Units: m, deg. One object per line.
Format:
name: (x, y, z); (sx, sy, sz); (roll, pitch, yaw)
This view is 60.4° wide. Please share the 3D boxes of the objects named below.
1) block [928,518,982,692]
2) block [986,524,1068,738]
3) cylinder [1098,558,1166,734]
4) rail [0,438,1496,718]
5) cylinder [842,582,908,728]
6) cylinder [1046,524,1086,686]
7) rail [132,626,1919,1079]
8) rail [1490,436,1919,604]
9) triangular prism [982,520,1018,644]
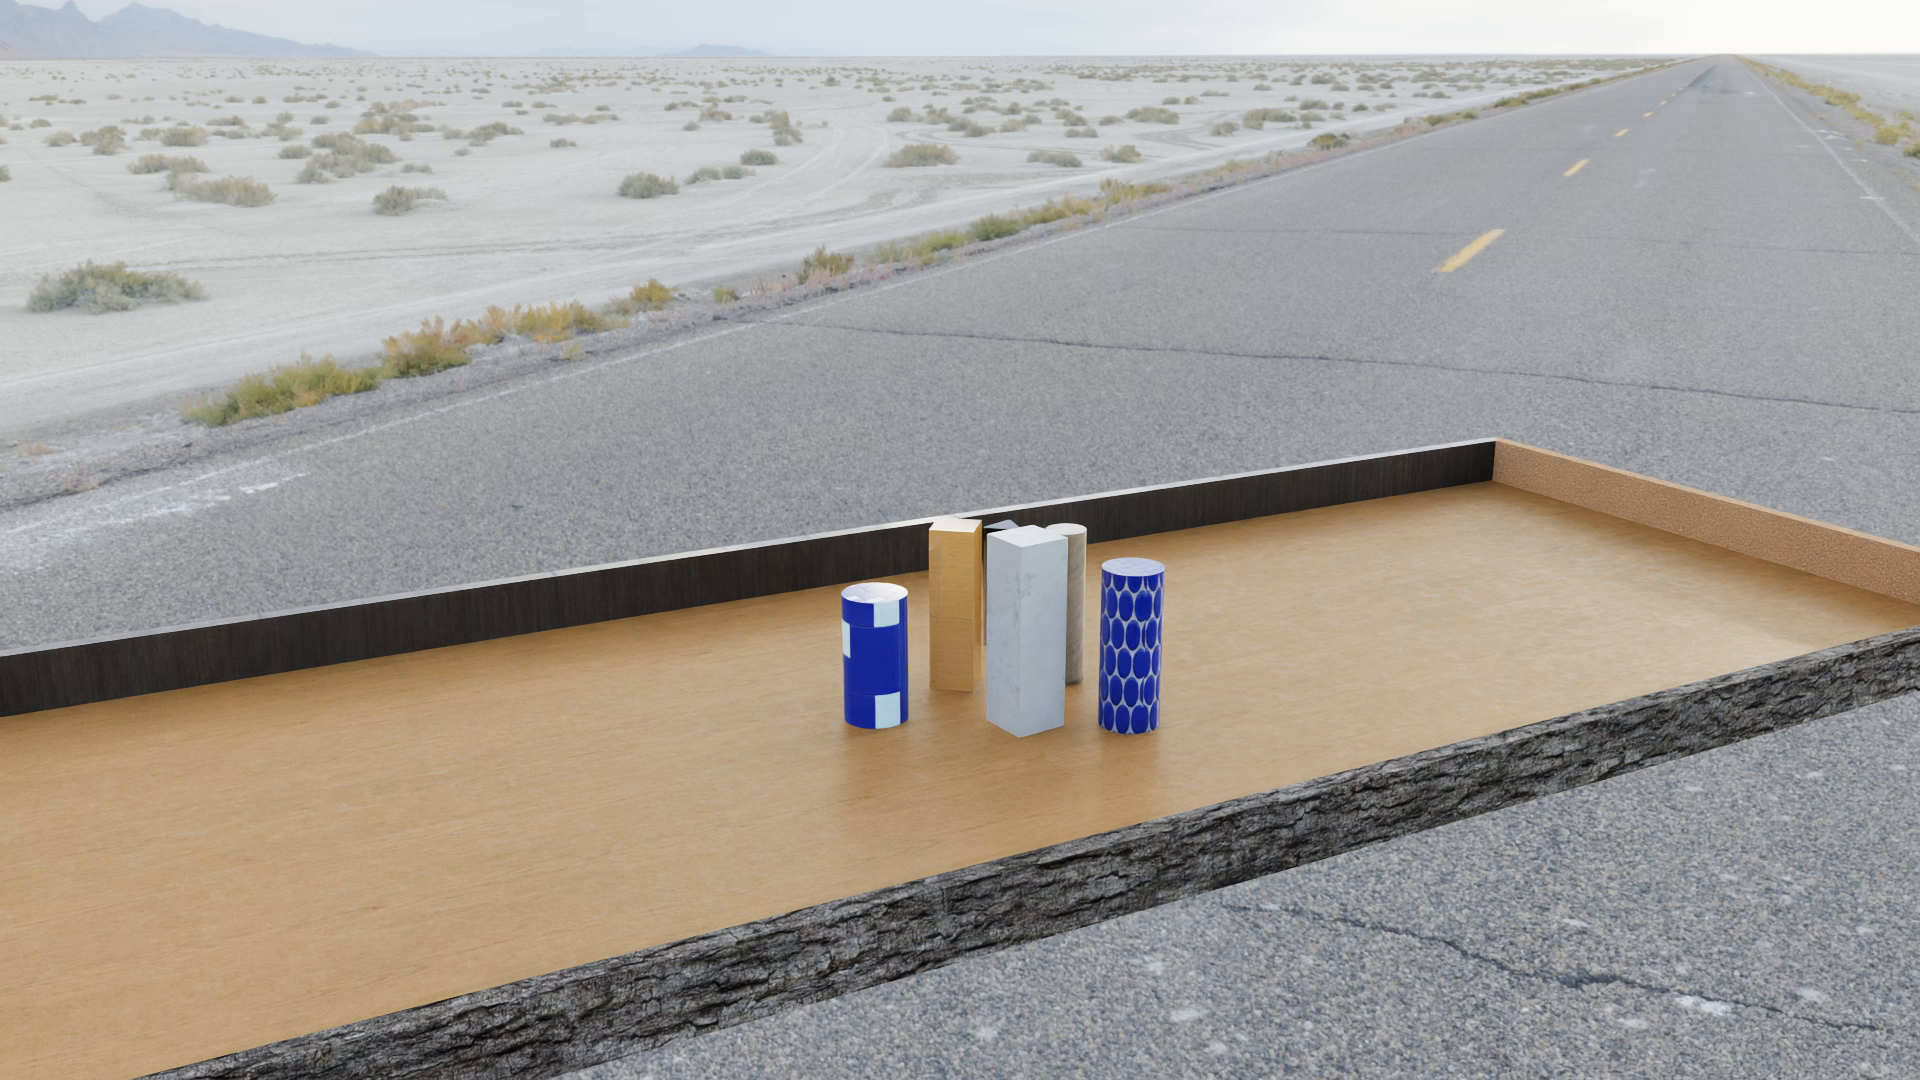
block: (-0.011, 0.160, 4.084); (0.110, 0.410, 0.110); (3, 17, 11)
block: (0.154, 0.210, 3.825); (0.132, 0.459, 0.132); (-11, 20, -33)
cylinder: (0.398, 0.245, 3.839); (0.145, 0.384, 0.145); (0, 16, 0)
rail: (-3.305, 0.497, 3.399); (12.000, 0.150, 0.050); (-9, 18, -27)
cylinder: (-0.199, 0.271, 3.883); (0.154, 0.310, 0.154); (0, 16, 0)
cylinder: (0.261, 0.161, 4.108); (0.100, 0.393, 0.100); (0, 16, 0)
rail: (-2.336, 1.006, 1.665); (12.000, 0.150, 0.050); (-9, 18, -27)
rail: (2.466, -0.048, 5.253); (0.050, 0.150, 2.100); (-9, 18, -27)
triangular prism: (0.121, 0.114, 4.388); (0.102, 0.326, 0.088); (4, 17, 12)
